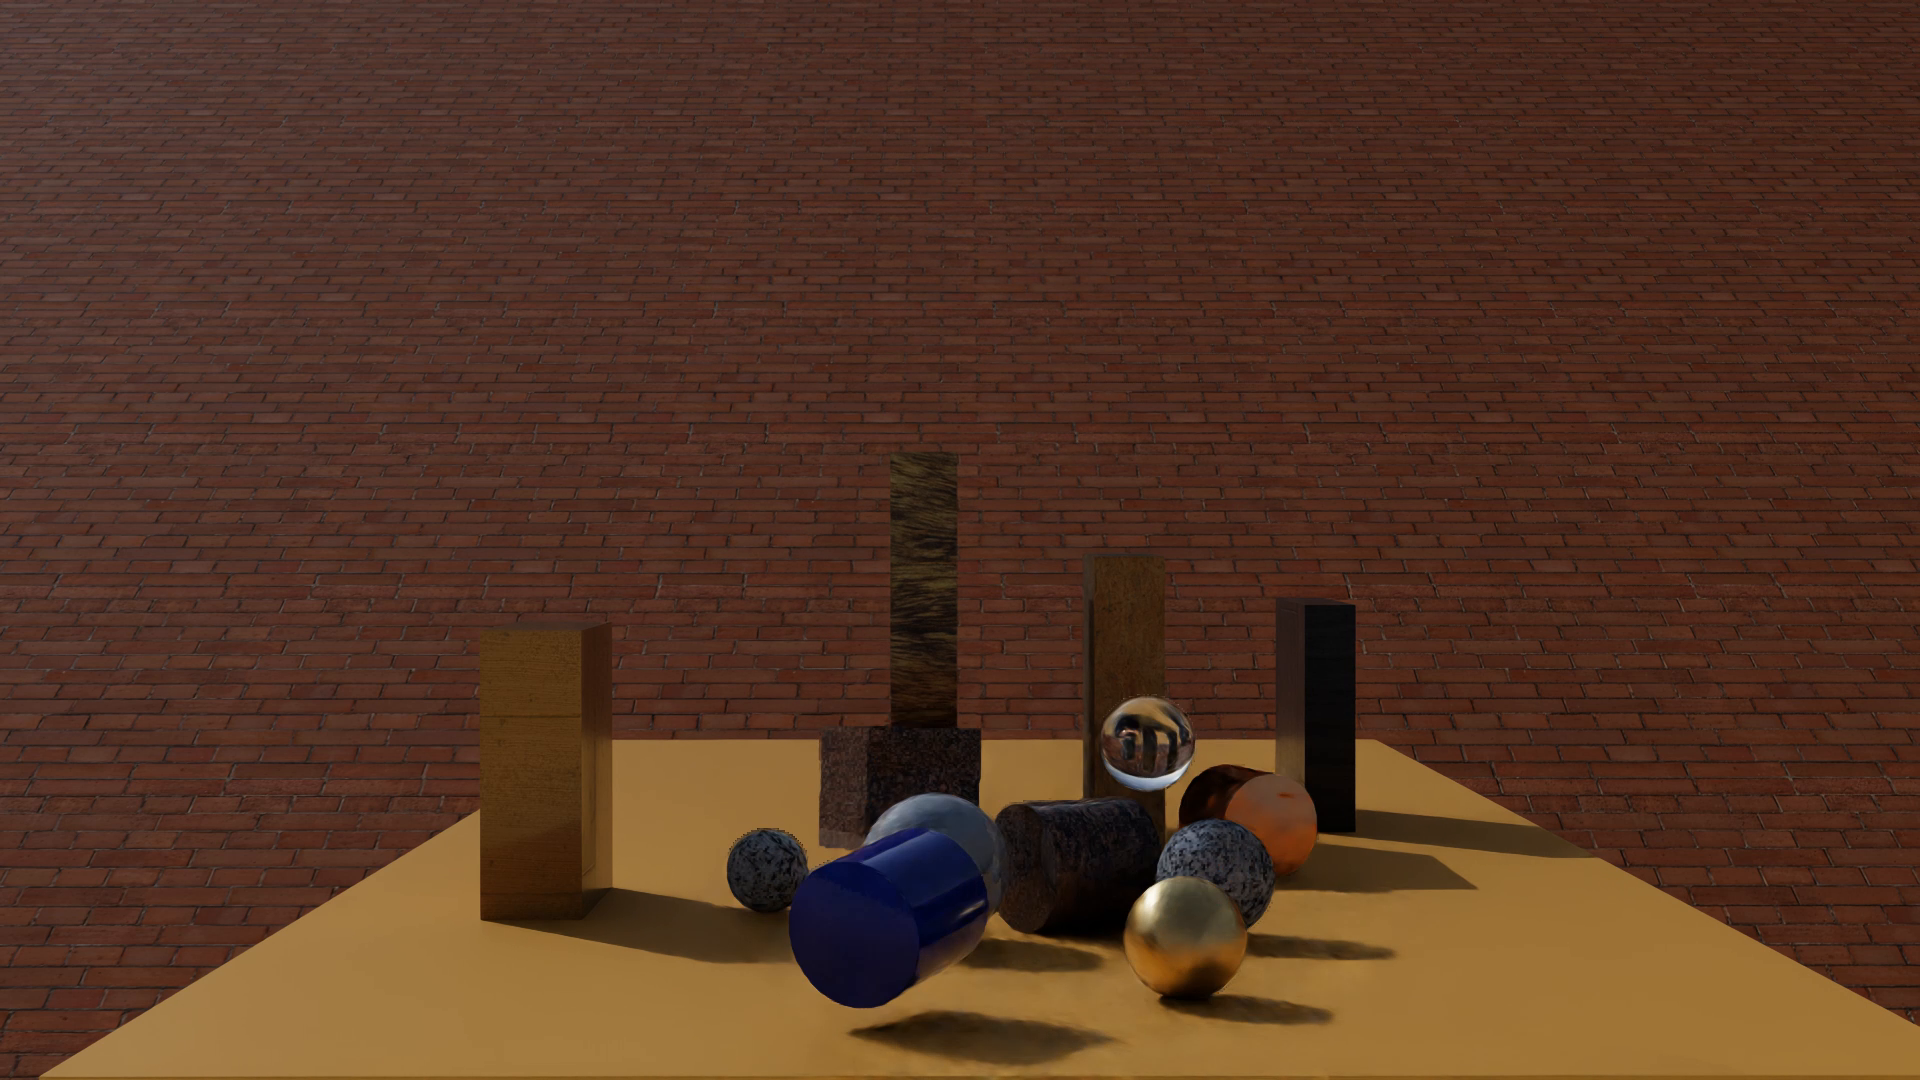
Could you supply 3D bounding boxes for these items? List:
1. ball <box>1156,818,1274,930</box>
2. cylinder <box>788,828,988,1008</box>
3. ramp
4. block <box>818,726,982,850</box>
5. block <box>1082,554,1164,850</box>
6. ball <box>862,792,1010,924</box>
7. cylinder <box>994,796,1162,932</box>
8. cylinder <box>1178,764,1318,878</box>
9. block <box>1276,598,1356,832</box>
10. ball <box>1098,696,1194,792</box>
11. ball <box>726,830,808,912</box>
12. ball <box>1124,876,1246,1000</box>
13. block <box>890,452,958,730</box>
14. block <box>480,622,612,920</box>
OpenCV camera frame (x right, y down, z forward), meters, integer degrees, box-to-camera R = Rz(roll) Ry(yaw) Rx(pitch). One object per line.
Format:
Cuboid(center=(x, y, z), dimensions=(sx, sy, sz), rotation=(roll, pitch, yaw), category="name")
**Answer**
Cuboid(center=(0.344, 0.456, 3.488), dimensions=(0.160, 0.160, 0.160), rotation=(0, 29, 0), category="ball")
Cuboid(center=(-0.079, 0.425, 2.920), dimensions=(0.166, 0.166, 0.166), rotation=(15, 14, 25), category="cylinder")
Cuboid(center=(0.064, 0.577, 4.622), dimensions=(2.000, 0.100, 4.000), rotation=(0, 0, 0), category="ramp")
Cuboid(center=(-0.097, 0.398, 4.135), dimensions=(0.194, 0.194, 0.194), rotation=(4, -6, -25), category="block")
Cuboid(center=(0.287, 0.277, 4.572), dimensions=(0.119, 0.501, 0.401), rotation=(0, 0, 0), category="block")
Cuboid(center=(-0.034, 0.437, 3.439), dimensions=(0.201, 0.201, 0.201), rotation=(0, 29, 0), category="ball")
Cuboid(center=(0.157, 0.448, 3.577), dimensions=(0.176, 0.176, 0.176), rotation=(0, 25, -33), category="cylinder")
Cuboid(center=(0.460, 0.449, 4.134), dimensions=(0.165, 0.165, 0.165), rotation=(-11, 4, -19), category="cylinder")
Cuboid(center=(0.667, 0.320, 4.872), dimensions=(0.091, 0.410, 0.427), rotation=(0, 0, 0), category="block")
Cuboid(center=(0.261, 0.285, 3.614), dimensions=(0.134, 0.134, 0.134), rotation=(0, 29, 0), category="ball")
Cuboid(center=(-0.277, 0.476, 3.715), dimensions=(0.118, 0.118, 0.118), rotation=(0, 29, 0), category="ball")
Cuboid(center=(0.265, 0.468, 3.039), dimensions=(0.144, 0.144, 0.144), rotation=(0, 29, 0), category="ball")
Cuboid(center=(-0.064, 0.186, 4.651), dimensions=(0.117, 0.682, 0.247), rotation=(0, 0, 0), category="block")
Cuboid(center=(-0.605, 0.330, 3.803), dimensions=(0.143, 0.408, 0.324), rotation=(0, 0, 0), category="block")
